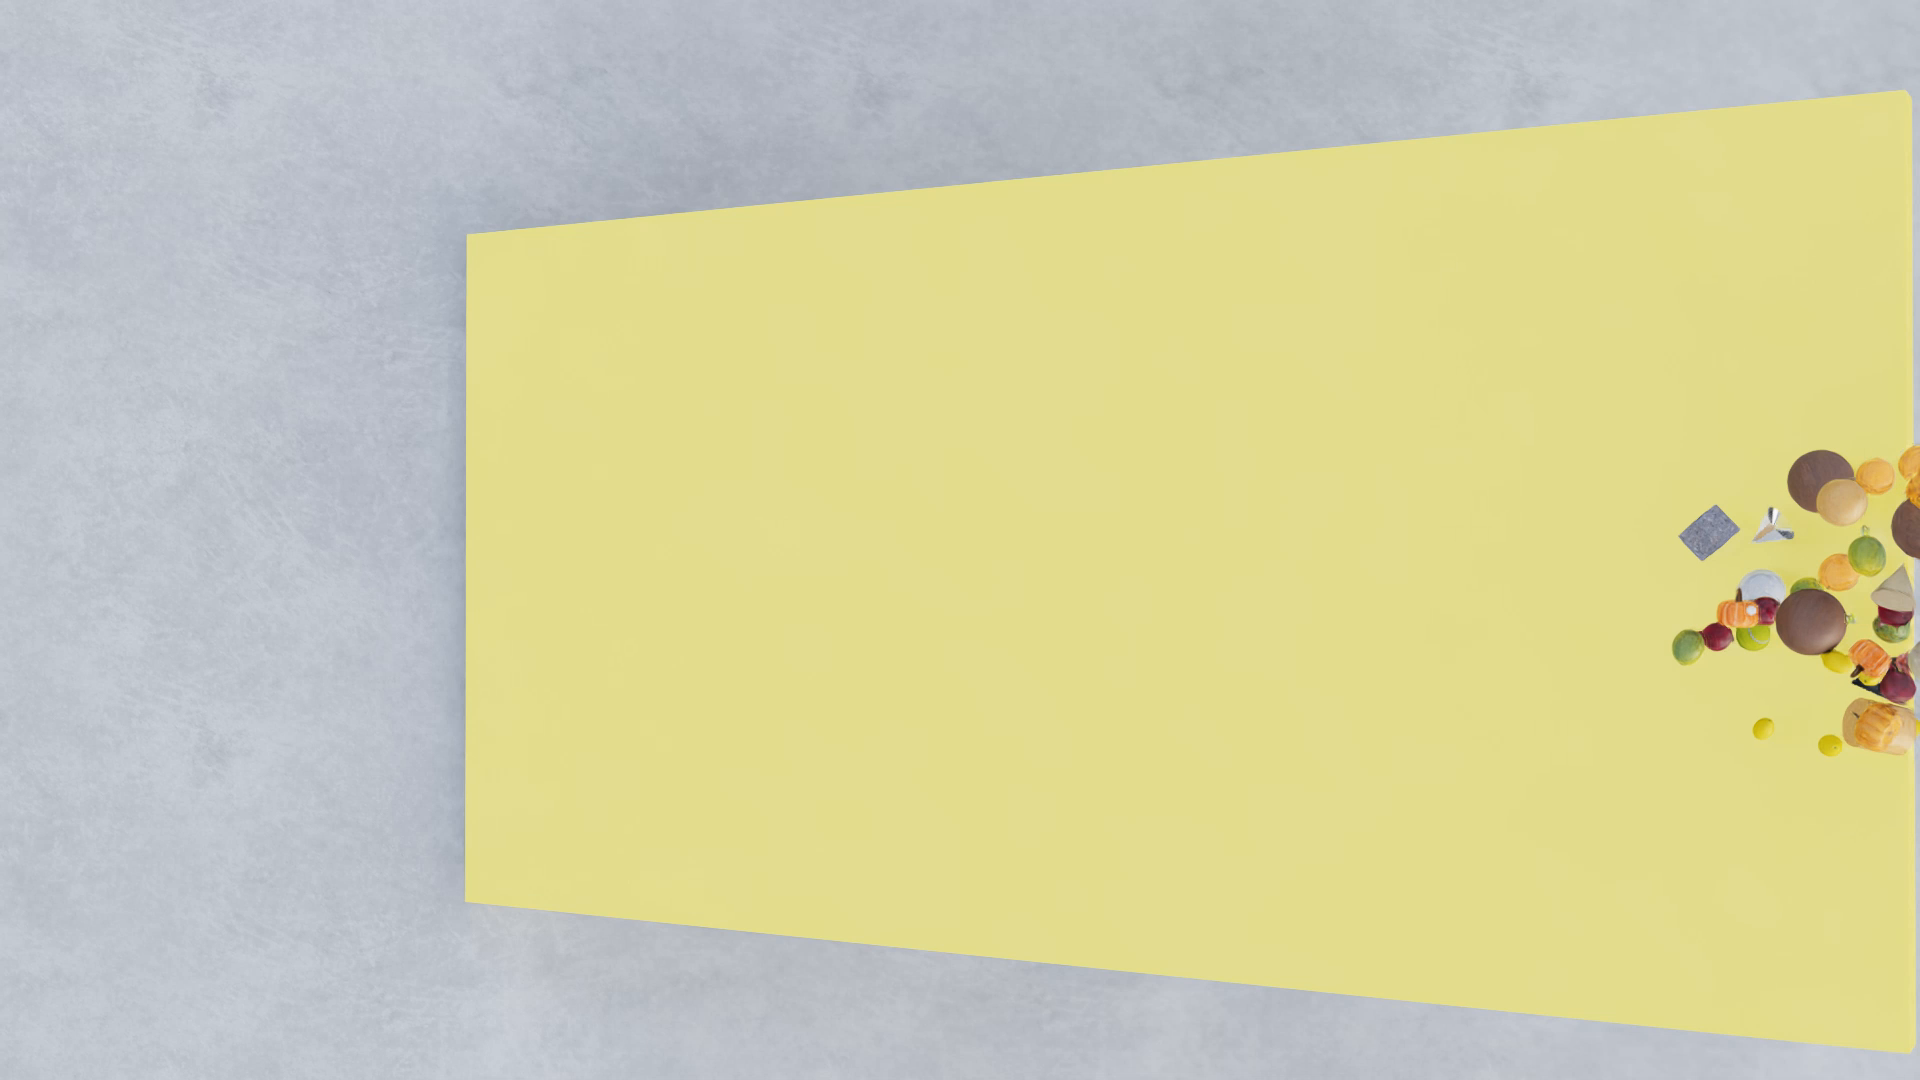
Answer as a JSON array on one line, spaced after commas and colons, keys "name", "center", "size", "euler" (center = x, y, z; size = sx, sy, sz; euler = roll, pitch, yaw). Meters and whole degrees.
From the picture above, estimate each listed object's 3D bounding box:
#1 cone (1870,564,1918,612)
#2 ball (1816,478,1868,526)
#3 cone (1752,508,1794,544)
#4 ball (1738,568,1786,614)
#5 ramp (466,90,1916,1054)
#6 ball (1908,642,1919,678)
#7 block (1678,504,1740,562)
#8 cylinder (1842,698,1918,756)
[{"name": "cone", "center": [1.576, 0.070, 3.691], "size": [0.074, 0.074, 0.074], "euler": [23, 70, 0]}, {"name": "ball", "center": [1.628, -0.069, 4.059], "size": [0.089, 0.089, 0.089], "euler": [0, 89, 0]}, {"name": "cone", "center": [1.438, -0.012, 3.925], "size": [0.067, 0.067, 0.067], "euler": [47, 129, 0]}, {"name": "ball", "center": [1.651, 0.106, 4.527], "size": [0.094, 0.094, 0.094], "euler": [0, 89, 0]}, {"name": "ramp", "center": [0.268, 0.074, 5.620], "size": [4.000, 0.100, 2.000], "euler": [0, 89, 30]}, {"name": "ball", "center": [1.589, 0.197, 3.596], "size": [0.072, 0.072, 0.072], "euler": [0, 89, 0]}, {"name": "block", "center": [1.457, -0.014, 4.278], "size": [0.067, 0.067, 0.067], "euler": [-35, 78, -27]}, {"name": "cylinder", "center": [1.757, 0.357, 4.203], "size": [0.095, 0.095, 0.095], "euler": [12, 89, -11]}]
